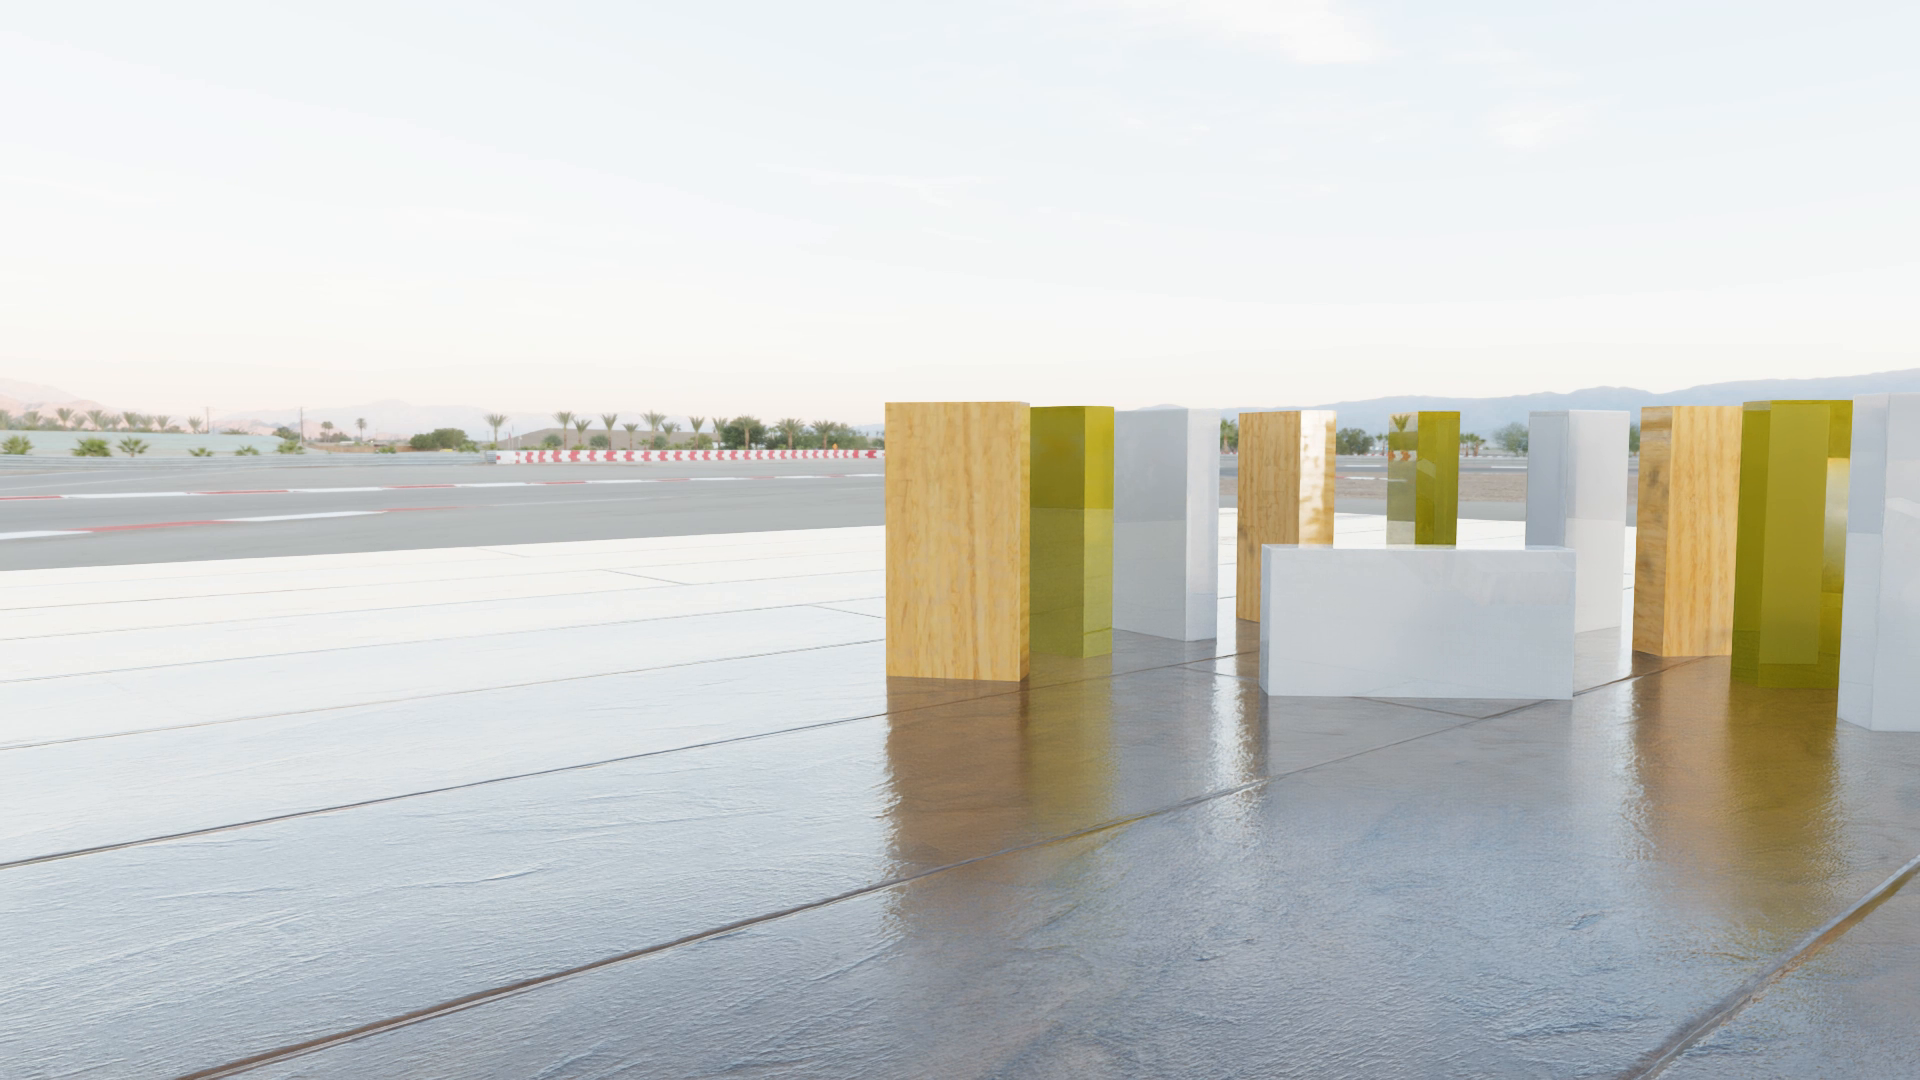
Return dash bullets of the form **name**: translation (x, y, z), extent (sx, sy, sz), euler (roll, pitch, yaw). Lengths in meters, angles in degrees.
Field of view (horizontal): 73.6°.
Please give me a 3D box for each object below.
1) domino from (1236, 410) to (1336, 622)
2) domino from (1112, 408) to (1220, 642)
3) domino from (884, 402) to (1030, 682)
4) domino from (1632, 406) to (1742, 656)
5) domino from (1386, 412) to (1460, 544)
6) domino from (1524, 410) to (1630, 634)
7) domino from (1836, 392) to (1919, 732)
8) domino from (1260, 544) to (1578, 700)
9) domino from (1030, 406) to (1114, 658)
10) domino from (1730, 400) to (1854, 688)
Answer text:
- **domino**: translation (0.077, -0.005, 0.304), extent (0.010, 0.050, 0.025), euler (-2, 5, -21)
- **domino**: translation (0.046, -0.004, 0.288), extent (0.010, 0.050, 0.025), euler (-3, 5, -34)
- **domino**: translation (0.000, 0.000, 0.236), extent (0.025, 0.050, 0.009), euler (1, 4, 13)
- **domino**: translation (0.152, -0.002, 0.261), extent (0.025, 0.050, 0.010), euler (-1, 4, -8)
- **domino**: translation (0.111, -0.006, 0.310), extent (0.010, 0.050, 0.025), euler (0, 4, 4)
- **domino**: translation (0.141, -0.005, 0.294), extent (0.025, 0.050, 0.009), euler (-3, 5, -34)
- **domino**: translation (0.148, 0.003, 0.191), extent (0.025, 0.050, 0.010), euler (1, 4, 8)
- **domino**: translation (0.077, 0.014, 0.219), extent (0.050, 0.025, 0.010), euler (0, 4, 4)
- **domino**: translation (0.019, -0.002, 0.265), extent (0.025, 0.050, 0.010), euler (4, 6, 43)
- **domino**: translation (0.153, 0.001, 0.226), extent (0.025, 0.050, 0.010), euler (0, 4, 5)
